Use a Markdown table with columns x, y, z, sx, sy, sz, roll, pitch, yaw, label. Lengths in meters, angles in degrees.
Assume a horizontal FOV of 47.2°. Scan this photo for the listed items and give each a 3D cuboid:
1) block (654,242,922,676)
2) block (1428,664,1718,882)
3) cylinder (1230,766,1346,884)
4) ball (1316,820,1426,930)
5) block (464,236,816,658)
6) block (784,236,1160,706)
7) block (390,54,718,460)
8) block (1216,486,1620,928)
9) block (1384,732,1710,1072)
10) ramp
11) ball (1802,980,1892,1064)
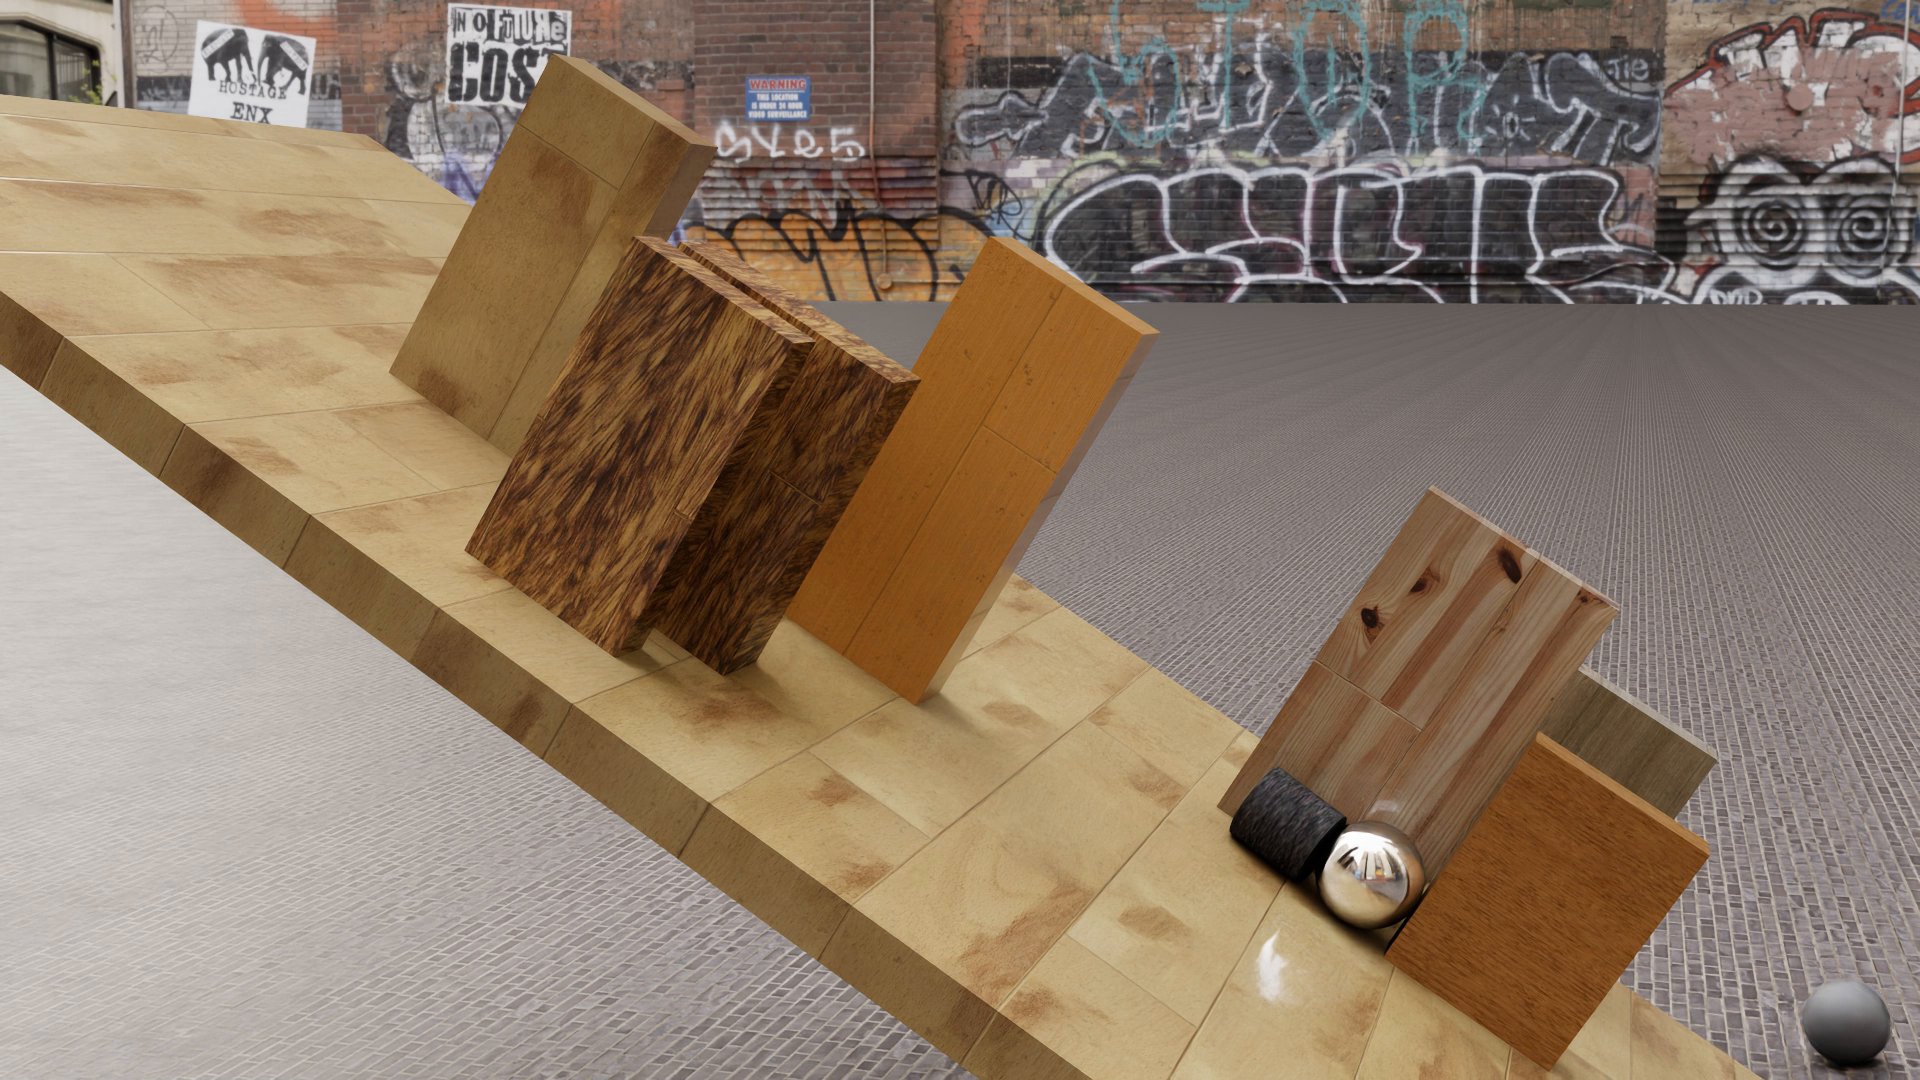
| x | y | z | sx | sy | sz | roll | pitch | yaw | label |
| --- | --- | --- | --- | --- | --- | --- | --- | --- | --- |
| -0.396 | -0.136 | 3.612 | 0.422 | 0.564 | 0.142 | 34 | 15 | 11 | block |
| 1.231 | 0.548 | 4.615 | 0.443 | 0.554 | 0.104 | 34 | 15 | 11 | block |
| 0.628 | 0.545 | 4.210 | 0.159 | 0.159 | 0.159 | 37 | 23 | 21 | cylinder |
| 0.770 | 0.629 | 4.132 | 0.204 | 0.204 | 0.204 | 0 | 7 | 0 | ball |
| -0.500 | -0.143 | 3.410 | 0.303 | 0.575 | 0.095 | 34 | 15 | 11 | block |
| 0.007 | -0.122 | 3.933 | 0.319 | 0.781 | 0.145 | 34 | 15 | 11 | block |
| -0.734 | -0.500 | 3.946 | 0.306 | 0.658 | 0.117 | 34 | 15 | 11 | block |
| 0.876 | 0.324 | 4.250 | 0.415 | 0.754 | 0.084 | 34 | 15 | 11 | block |
| 1.070 | 0.662 | 4.032 | 0.357 | 0.500 | 0.096 | 34 | 15 | 11 | block |
| -0.155 | 0.257 | 4.113 | 4.000 | 0.100 | 2.000 | 34 | 15 | 11 | ramp |
| 2.083 | 1.132 | 5.166 | 0.194 | 0.194 | 0.194 | 0 | 7 | 0 | ball |
